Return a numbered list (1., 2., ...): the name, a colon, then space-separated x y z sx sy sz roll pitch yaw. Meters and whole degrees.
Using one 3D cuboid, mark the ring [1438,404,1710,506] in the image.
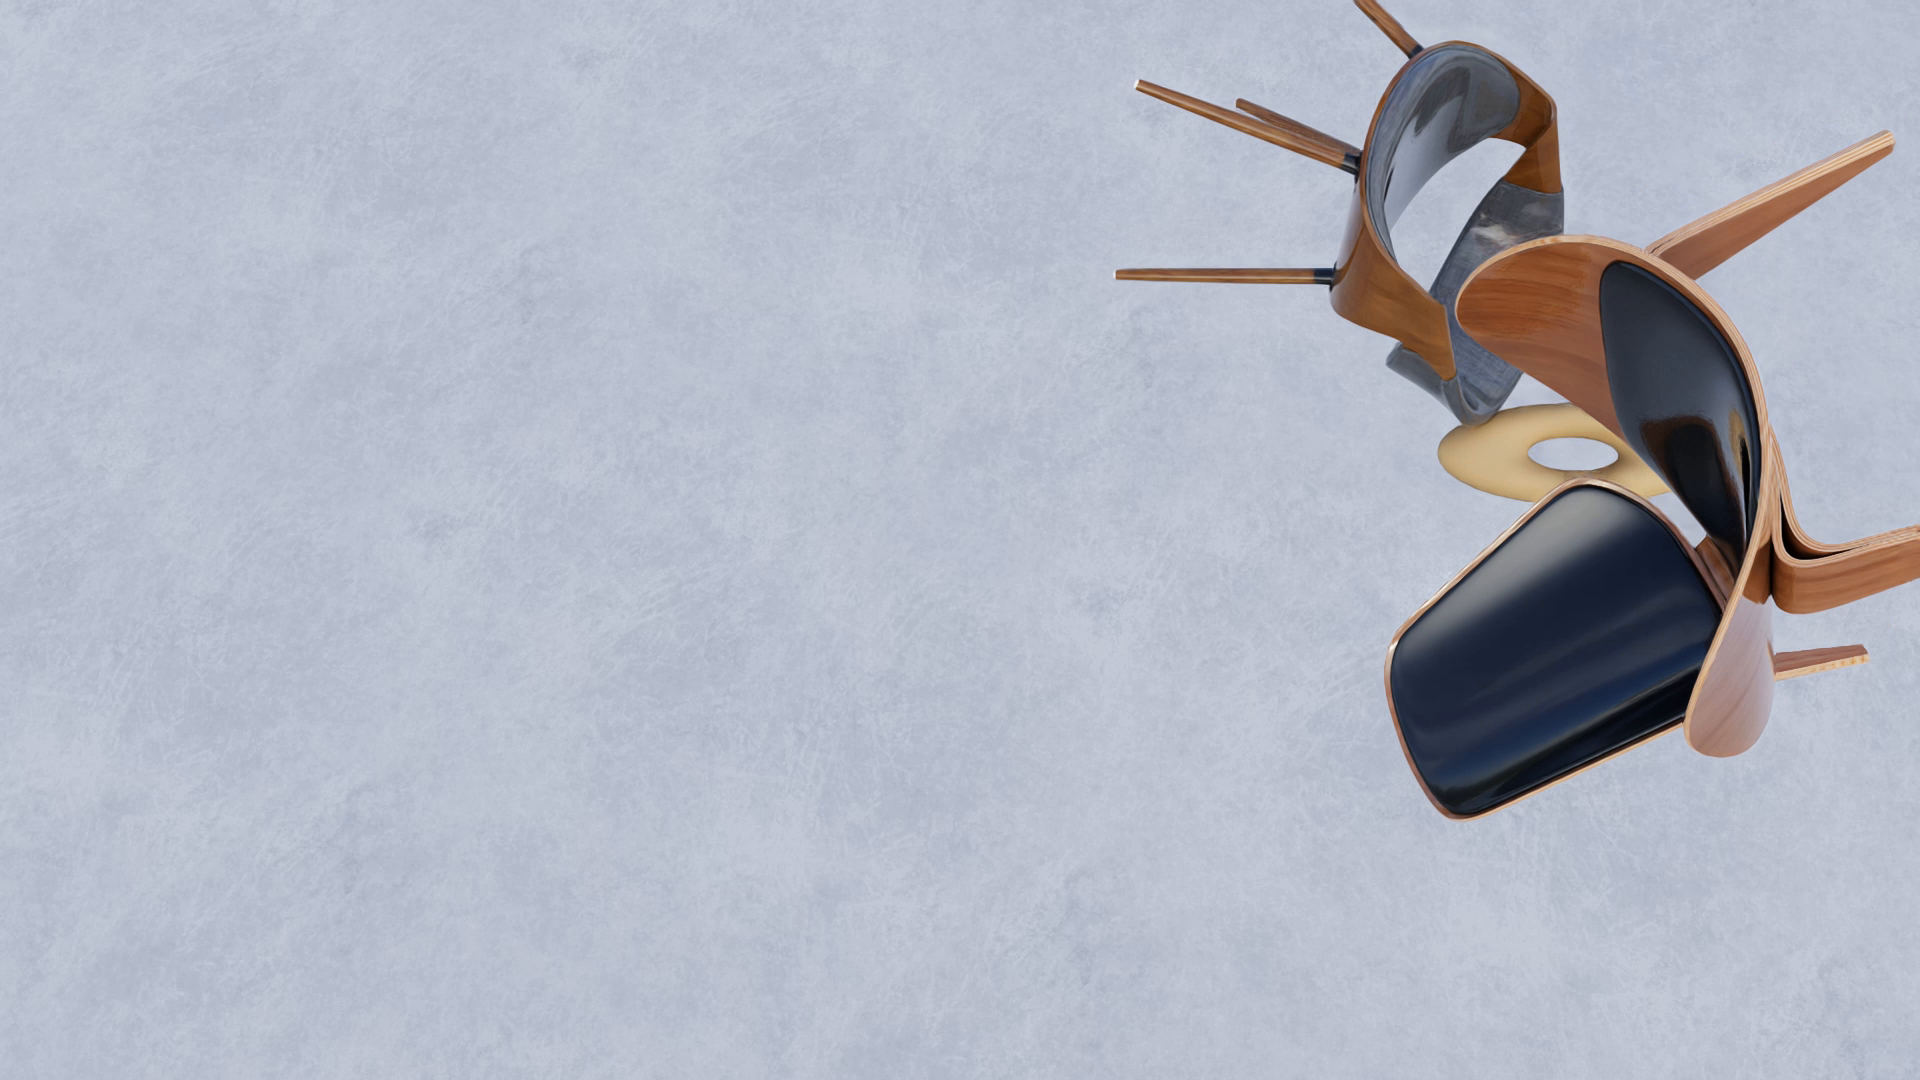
1. ring: 1.097 -0.154 3.936 0.483 0.108 0.184 1 85 3
